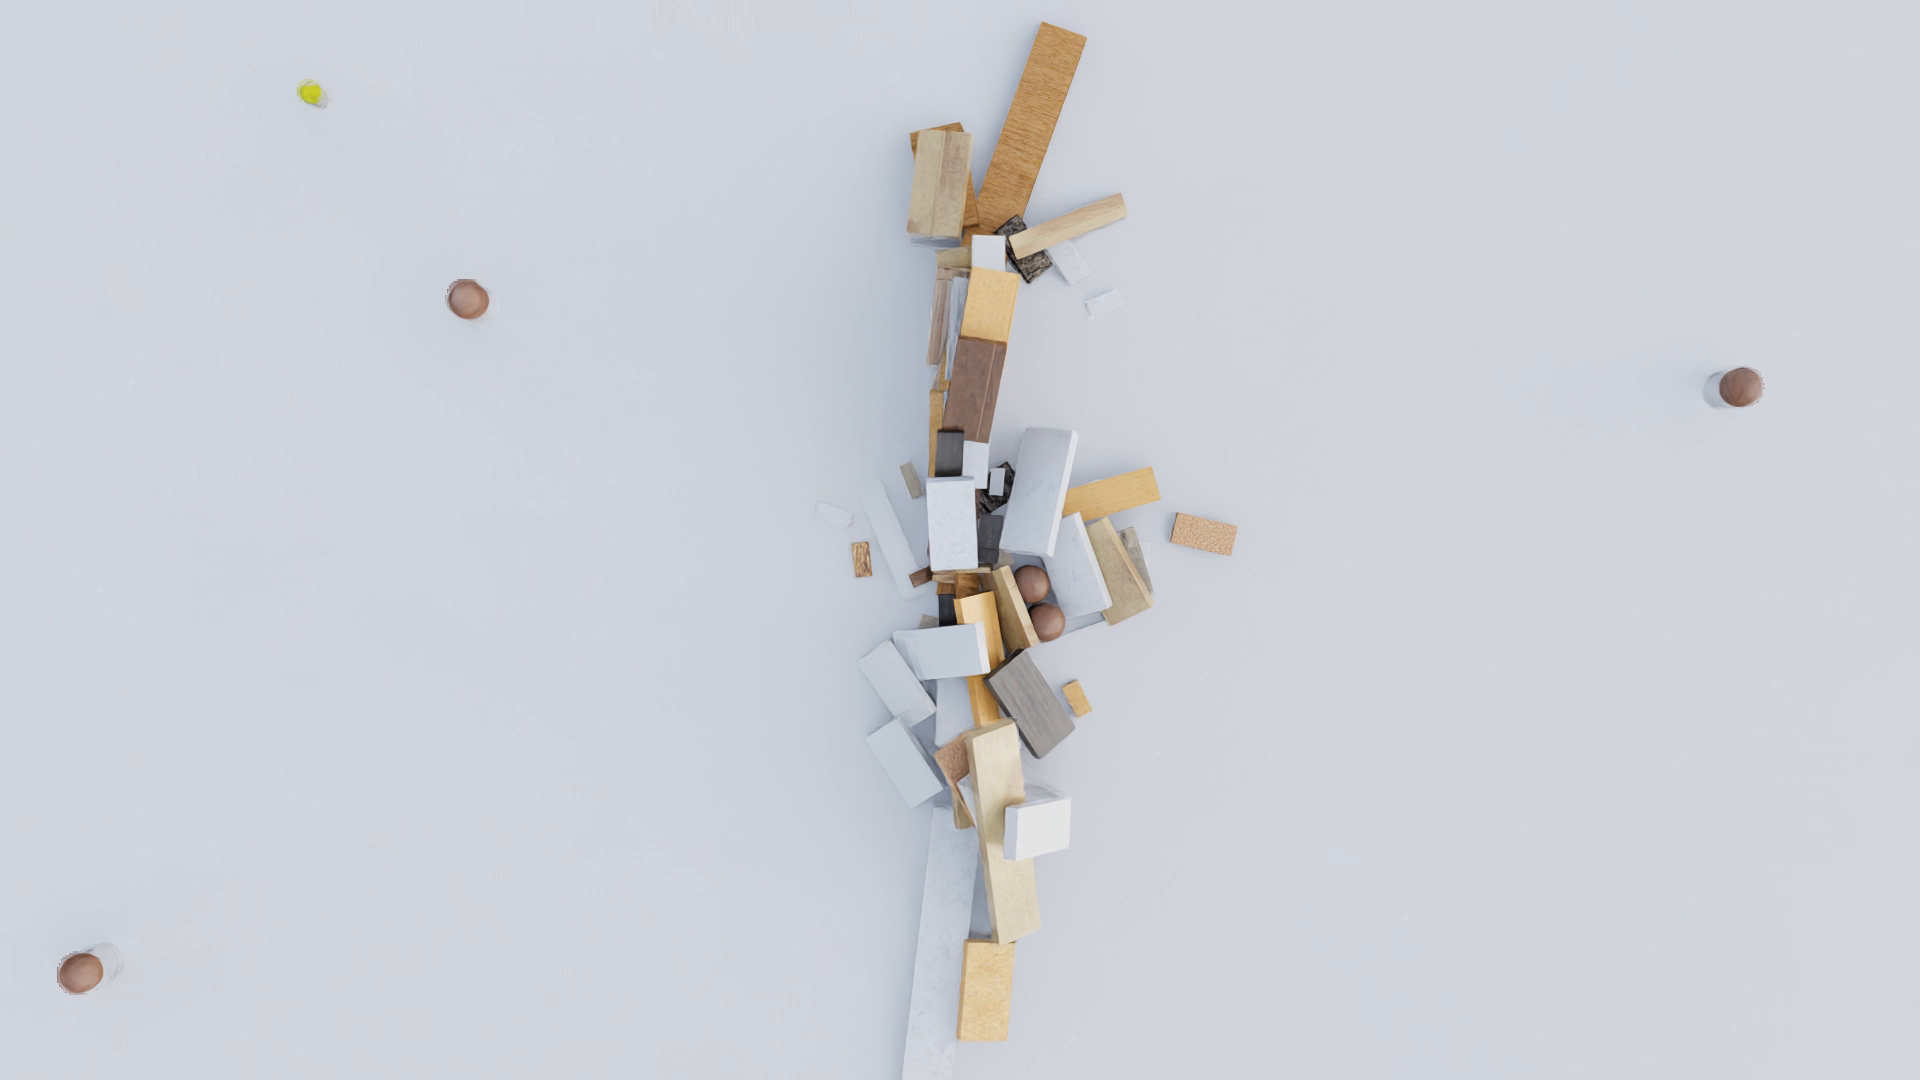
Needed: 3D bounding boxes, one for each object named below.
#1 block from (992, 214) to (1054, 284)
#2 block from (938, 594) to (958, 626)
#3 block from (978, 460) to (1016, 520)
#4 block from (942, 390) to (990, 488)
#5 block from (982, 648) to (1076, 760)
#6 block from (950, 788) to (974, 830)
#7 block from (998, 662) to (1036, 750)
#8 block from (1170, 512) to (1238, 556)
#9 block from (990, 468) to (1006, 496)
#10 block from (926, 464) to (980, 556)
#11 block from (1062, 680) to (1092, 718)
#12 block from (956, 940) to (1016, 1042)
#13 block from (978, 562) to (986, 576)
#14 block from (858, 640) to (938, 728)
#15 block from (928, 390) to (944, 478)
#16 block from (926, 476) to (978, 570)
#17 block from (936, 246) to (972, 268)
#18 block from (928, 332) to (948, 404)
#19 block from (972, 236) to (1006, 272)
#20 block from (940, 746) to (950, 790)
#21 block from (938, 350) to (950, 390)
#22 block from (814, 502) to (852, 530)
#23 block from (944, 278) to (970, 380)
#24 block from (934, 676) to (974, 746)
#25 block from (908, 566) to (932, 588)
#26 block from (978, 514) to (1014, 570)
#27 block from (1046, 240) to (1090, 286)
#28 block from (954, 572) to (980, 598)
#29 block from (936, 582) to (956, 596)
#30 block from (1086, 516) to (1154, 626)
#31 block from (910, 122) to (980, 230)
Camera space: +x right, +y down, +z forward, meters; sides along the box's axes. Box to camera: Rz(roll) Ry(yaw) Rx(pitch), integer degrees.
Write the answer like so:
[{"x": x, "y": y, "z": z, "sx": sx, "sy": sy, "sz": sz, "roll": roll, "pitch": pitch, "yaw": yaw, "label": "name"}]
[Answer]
[{"x": 0.208, "y": -0.962, "z": 5.452, "sx": 0.103, "sy": 0.029, "sz": 0.205, "roll": -39, "pitch": 105, "yaw": -9, "label": "block"}, {"x": -0.031, "y": 0.258, "z": 5.481, "sx": 0.079, "sy": 0.022, "sz": 0.158, "roll": -2, "pitch": 95, "yaw": 1, "label": "block"}, {"x": 0.090, "y": -0.151, "z": 5.484, "sx": 0.232, "sy": 0.033, "sz": 0.116, "roll": -33, "pitch": 90, "yaw": 0, "label": "block"}, {"x": 0.017, "y": -0.325, "z": 5.338, "sx": 0.154, "sy": 0.044, "sz": 0.309, "roll": 2, "pitch": 102, "yaw": -4, "label": "block"}, {"x": 0.228, "y": 0.538, "z": 5.408, "sx": 0.165, "sy": 0.047, "sz": 0.329, "roll": -39, "pitch": 106, "yaw": -20, "label": "block"}, {"x": 0.036, "y": 0.803, "z": 5.401, "sx": 0.132, "sy": 0.037, "sz": 0.265, "roll": -11, "pitch": 100, "yaw": -26, "label": "block"}, {"x": 0.198, "y": 0.547, "z": 5.443, "sx": 0.138, "sy": 0.039, "sz": 0.275, "roll": -9, "pitch": 94, "yaw": -27, "label": "block"}, {"x": 0.811, "y": -0.019, "z": 5.486, "sx": 0.204, "sy": 0.029, "sz": 0.102, "roll": 13, "pitch": 90, "yaw": 0, "label": "block"}, {"x": 0.123, "y": -0.193, "z": 5.461, "sx": 0.045, "sy": 0.013, "sz": 0.091, "roll": 5, "pitch": 90, "yaw": 0, "label": "block"}, {"x": -0.019, "y": -0.095, "z": 5.429, "sx": 0.154, "sy": 0.044, "sz": 0.309, "roll": 5, "pitch": 101, "yaw": -5, "label": "block"}, {"x": 0.391, "y": 0.530, "z": 5.492, "sx": 0.058, "sy": 0.016, "sz": 0.115, "roll": -27, "pitch": 90, "yaw": 0, "label": "block"}, {"x": 0.085, "y": 1.489, "z": 5.453, "sx": 0.163, "sy": 0.046, "sz": 0.327, "roll": 5, "pitch": 91, "yaw": -17, "label": "block"}, {"x": 0.059, "y": 0.069, "z": 5.493, "sx": 0.047, "sy": 0.013, "sz": 0.095, "roll": -20, "pitch": 90, "yaw": 0, "label": "block"}, {"x": -0.208, "y": 0.481, "z": 5.444, "sx": 0.139, "sy": 0.039, "sz": 0.278, "roll": -35, "pitch": 90, "yaw": 35, "label": "block"}, {"x": -0.023, "y": -0.338, "z": 5.406, "sx": 0.154, "sy": 0.044, "sz": 0.309, "roll": 1, "pitch": 112, "yaw": -3, "label": "block"}, {"x": -0.026, "y": -0.053, "z": 5.349, "sx": 0.154, "sy": 0.044, "sz": 0.308, "roll": -3, "pitch": 113, "yaw": -1, "label": "block"}, {"x": 0.021, "y": -0.801, "z": 5.421, "sx": 0.160, "sy": 0.045, "sz": 0.320, "roll": -8, "pitch": 111, "yaw": 0, "label": "block"}, {"x": 0.017, "y": -0.584, "z": 5.407, "sx": 0.163, "sy": 0.046, "sz": 0.327, "roll": 14, "pitch": 111, "yaw": -9, "label": "block"}, {"x": 0.090, "y": -0.868, "z": 5.271, "sx": 0.103, "sy": 0.029, "sz": 0.205, "roll": 0, "pitch": 90, "yaw": -9, "label": "block"}, {"x": 0.002, "y": 0.693, "z": 5.481, "sx": 0.132, "sy": 0.037, "sz": 0.265, "roll": 1, "pitch": 90, "yaw": 0, "label": "block"}, {"x": 0.007, "y": -0.449, "z": 5.411, "sx": 0.163, "sy": 0.046, "sz": 0.327, "roll": 5, "pitch": 112, "yaw": -5, "label": "block"}, {"x": -0.424, "y": -0.081, "z": 5.492, "sx": 0.115, "sy": 0.016, "sz": 0.058, "roll": 21, "pitch": 90, "yaw": 0, "label": "block"}, {"x": 0.046, "y": -0.671, "z": 5.303, "sx": 0.163, "sy": 0.046, "sz": 0.327, "roll": 4, "pitch": 89, "yaw": -9, "label": "block"}, {"x": -0.010, "y": 0.546, "z": 5.445, "sx": 0.132, "sy": 0.037, "sz": 0.265, "roll": 3, "pitch": 86, "yaw": 0, "label": "block"}, {"x": -0.121, "y": 0.120, "z": 5.471, "sx": 0.095, "sy": 0.013, "sz": 0.047, "roll": -23, "pitch": 90, "yaw": -29, "label": "block"}, {"x": 0.117, "y": 0.008, "z": 5.456, "sx": 0.086, "sy": 0.024, "sz": 0.173, "roll": -13, "pitch": 93, "yaw": 3, "label": "block"}, {"x": 0.357, "y": -0.934, "z": 5.489, "sx": 0.080, "sy": 0.023, "sz": 0.159, "roll": -33, "pitch": 90, "yaw": 0, "label": "block"}, {"x": 0.026, "y": 0.177, "z": 5.461, "sx": 0.079, "sy": 0.022, "sz": 0.158, "roll": -7, "pitch": 97, "yaw": -32, "label": "block"}, {"x": -0.030, "y": 0.168, "z": 5.493, "sx": 0.094, "sy": 0.013, "sz": 0.047, "roll": 10, "pitch": 92, "yaw": 0, "label": "block"}, {"x": 0.487, "y": 0.105, "z": 5.418, "sx": 0.163, "sy": 0.046, "sz": 0.327, "roll": -28, "pitch": 92, "yaw": 30, "label": "block"}, {"x": -0.050, "y": -1.191, "z": 5.450, "sx": 0.172, "sy": 0.049, "sz": 0.344, "roll": -11, "pitch": 85, "yaw": 8, "label": "block"}]
